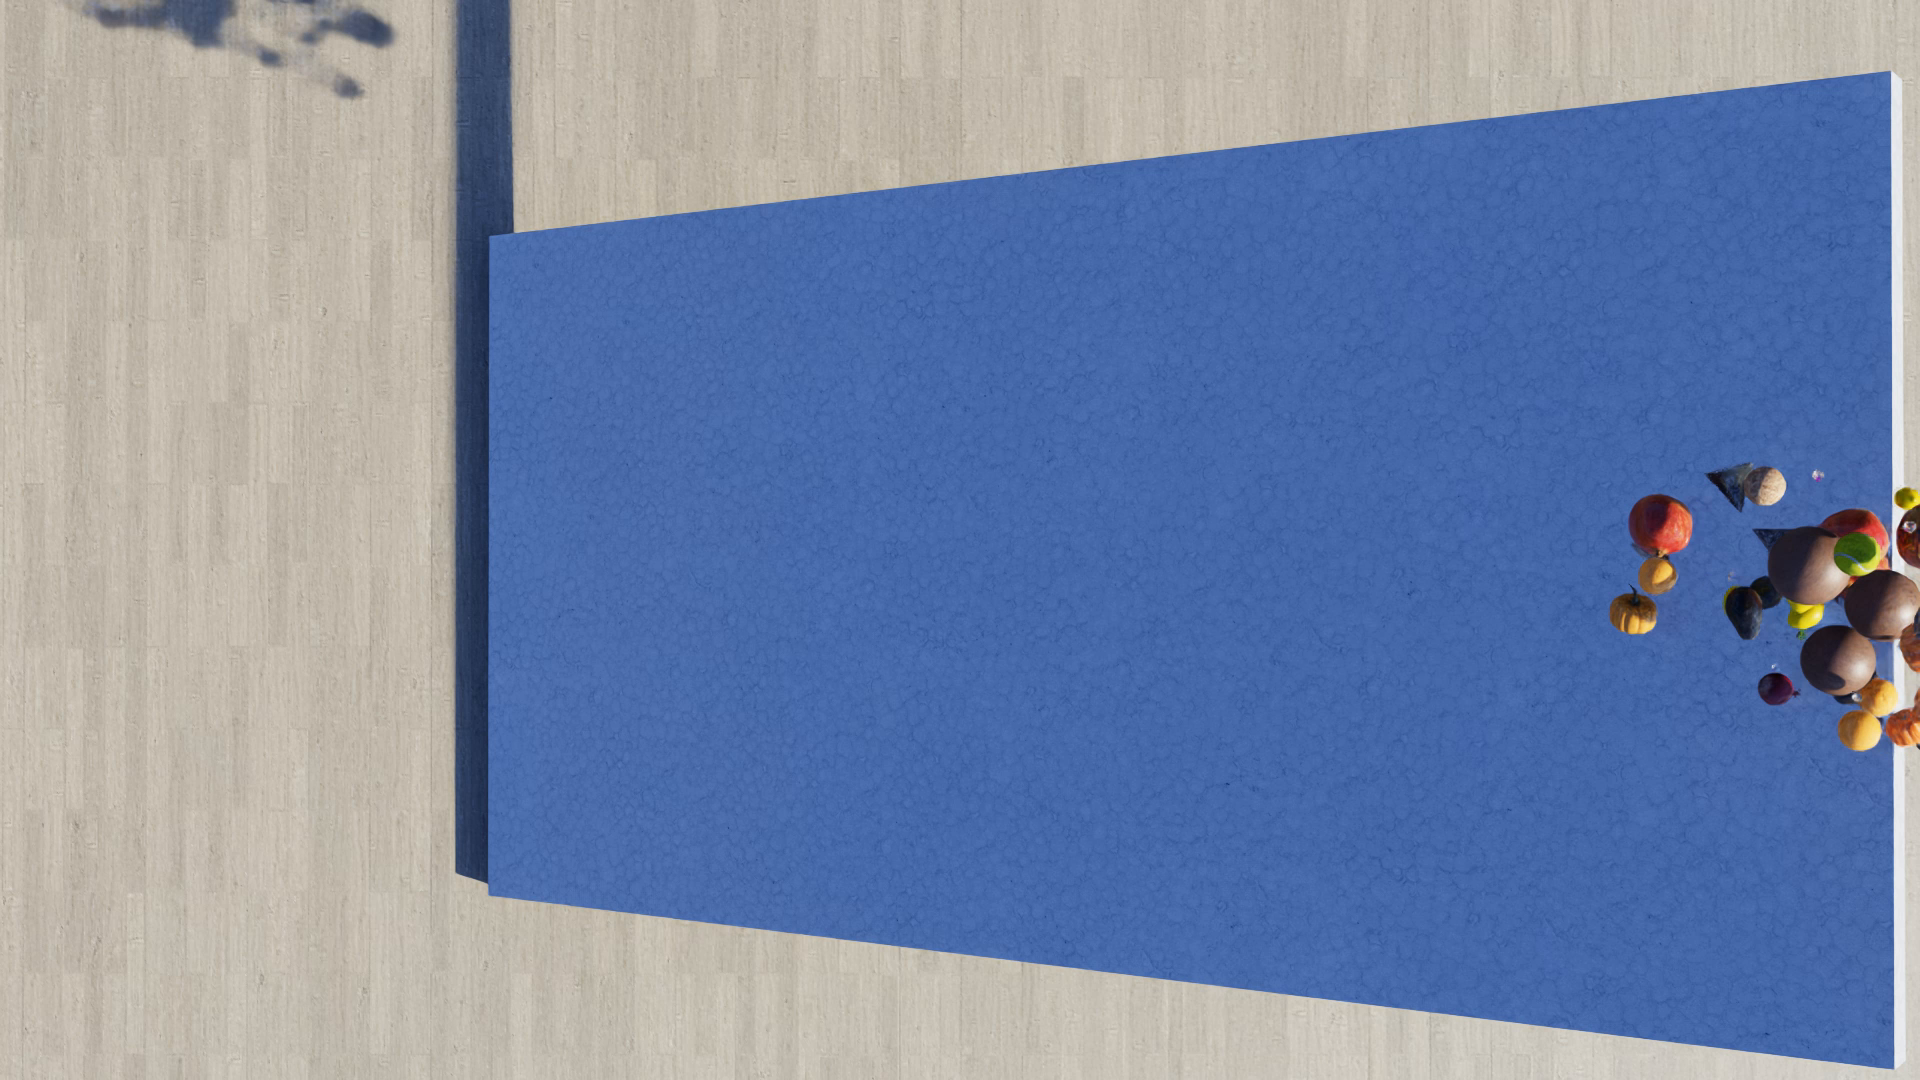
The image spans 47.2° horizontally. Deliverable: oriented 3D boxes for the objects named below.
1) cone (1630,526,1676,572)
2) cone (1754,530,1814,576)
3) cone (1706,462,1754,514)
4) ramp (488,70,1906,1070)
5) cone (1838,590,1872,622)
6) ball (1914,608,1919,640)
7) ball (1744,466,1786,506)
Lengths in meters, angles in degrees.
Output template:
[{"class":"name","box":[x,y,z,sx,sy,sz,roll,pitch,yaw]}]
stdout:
[{"class":"cone","box":[1.365,0.004,4.274,0.085,0.085,0.085,41,94,0]},{"class":"cone","box":[1.448,0.001,3.901,0.092,0.092,0.092,29,90,23]},{"class":"cone","box":[1.371,-0.087,3.890,0.083,0.083,0.083,-15,91,0]},{"class":"ramp","box":[0.248,0.068,5.575,4.000,0.100,2.000,0,89,35]},{"class":"cone","box":[1.730,0.113,4.219,0.062,0.062,0.062,13,46,-14]},{"class":"ball","box":[1.341,0.115,2.997,0.077,0.077,0.077,0,90,0]},{"class":"ball","box":[1.363,-0.091,3.726,0.067,0.067,0.067,0,90,0]}]
